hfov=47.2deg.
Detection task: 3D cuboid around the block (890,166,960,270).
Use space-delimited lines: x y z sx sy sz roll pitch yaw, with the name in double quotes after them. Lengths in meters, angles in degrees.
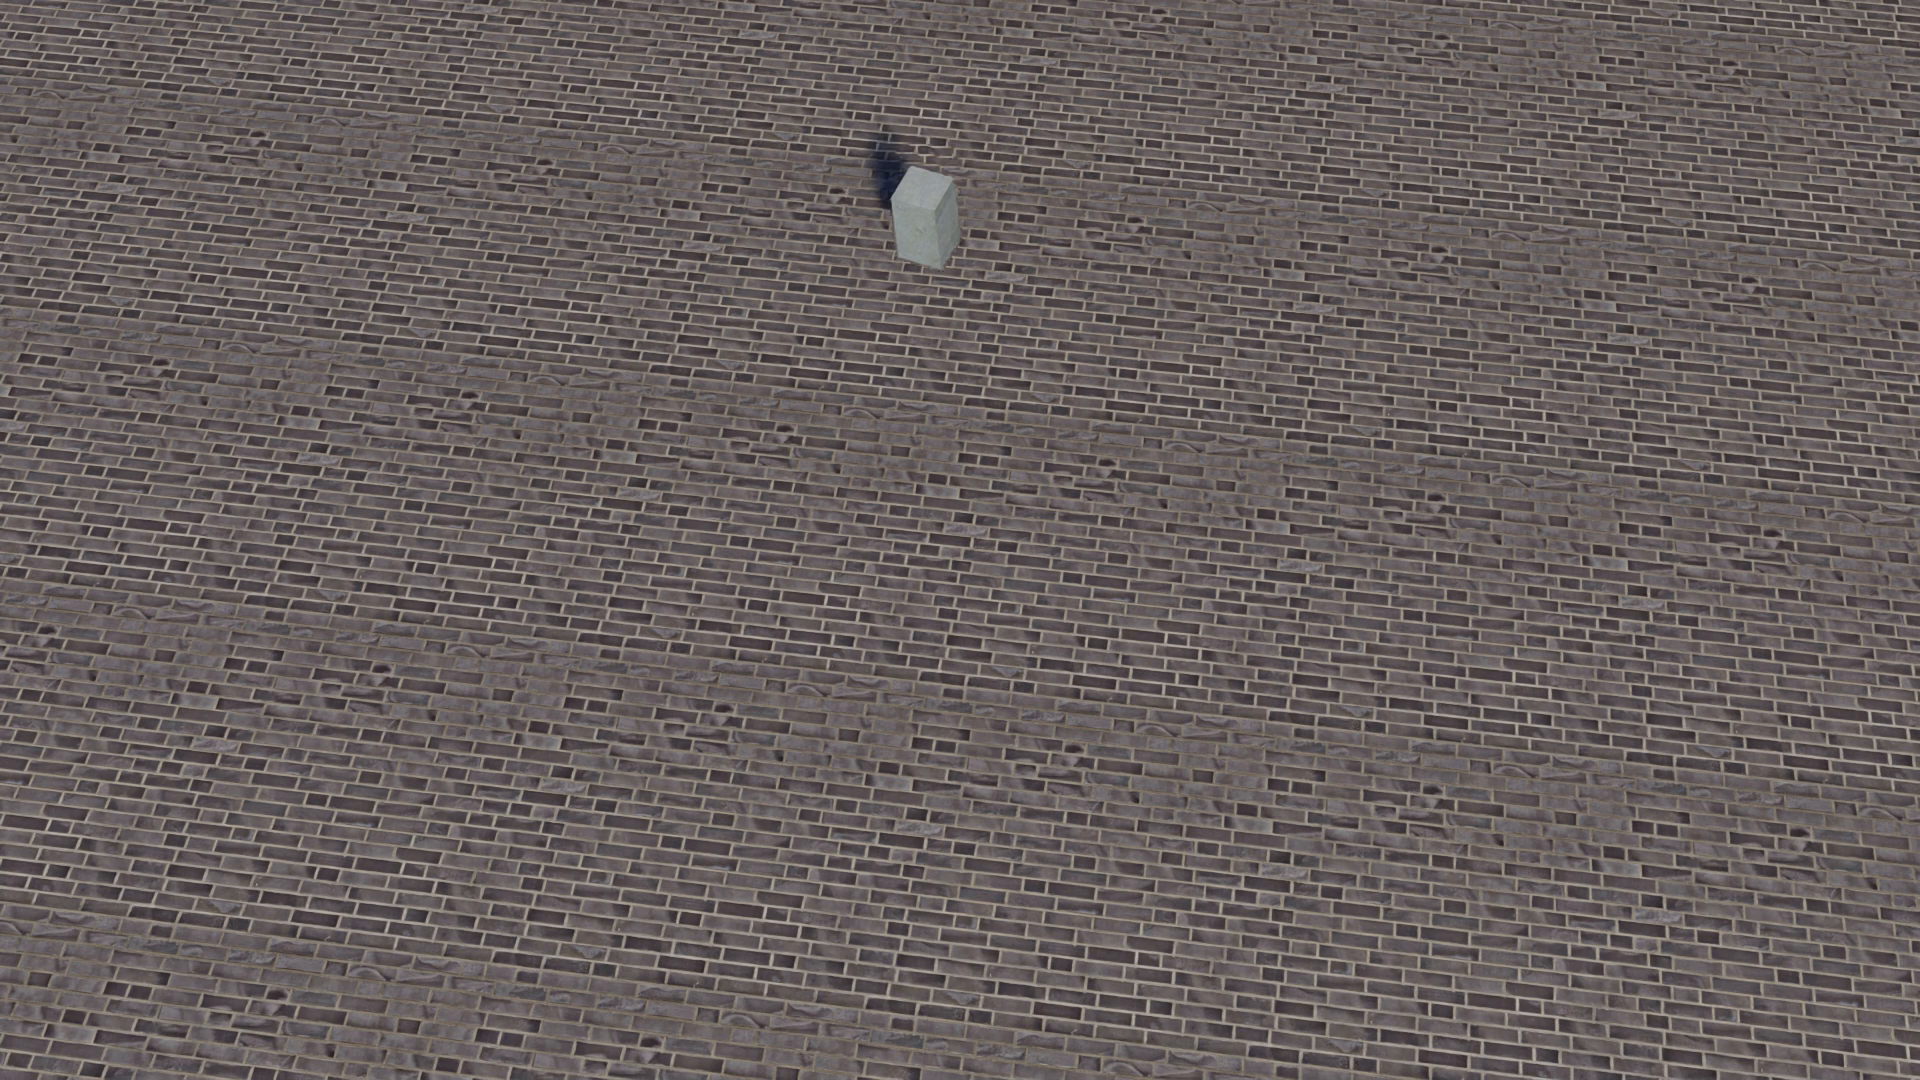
-0.067 -0.629 4.298 0.093 0.168 0.092 18 59 16 "block"
